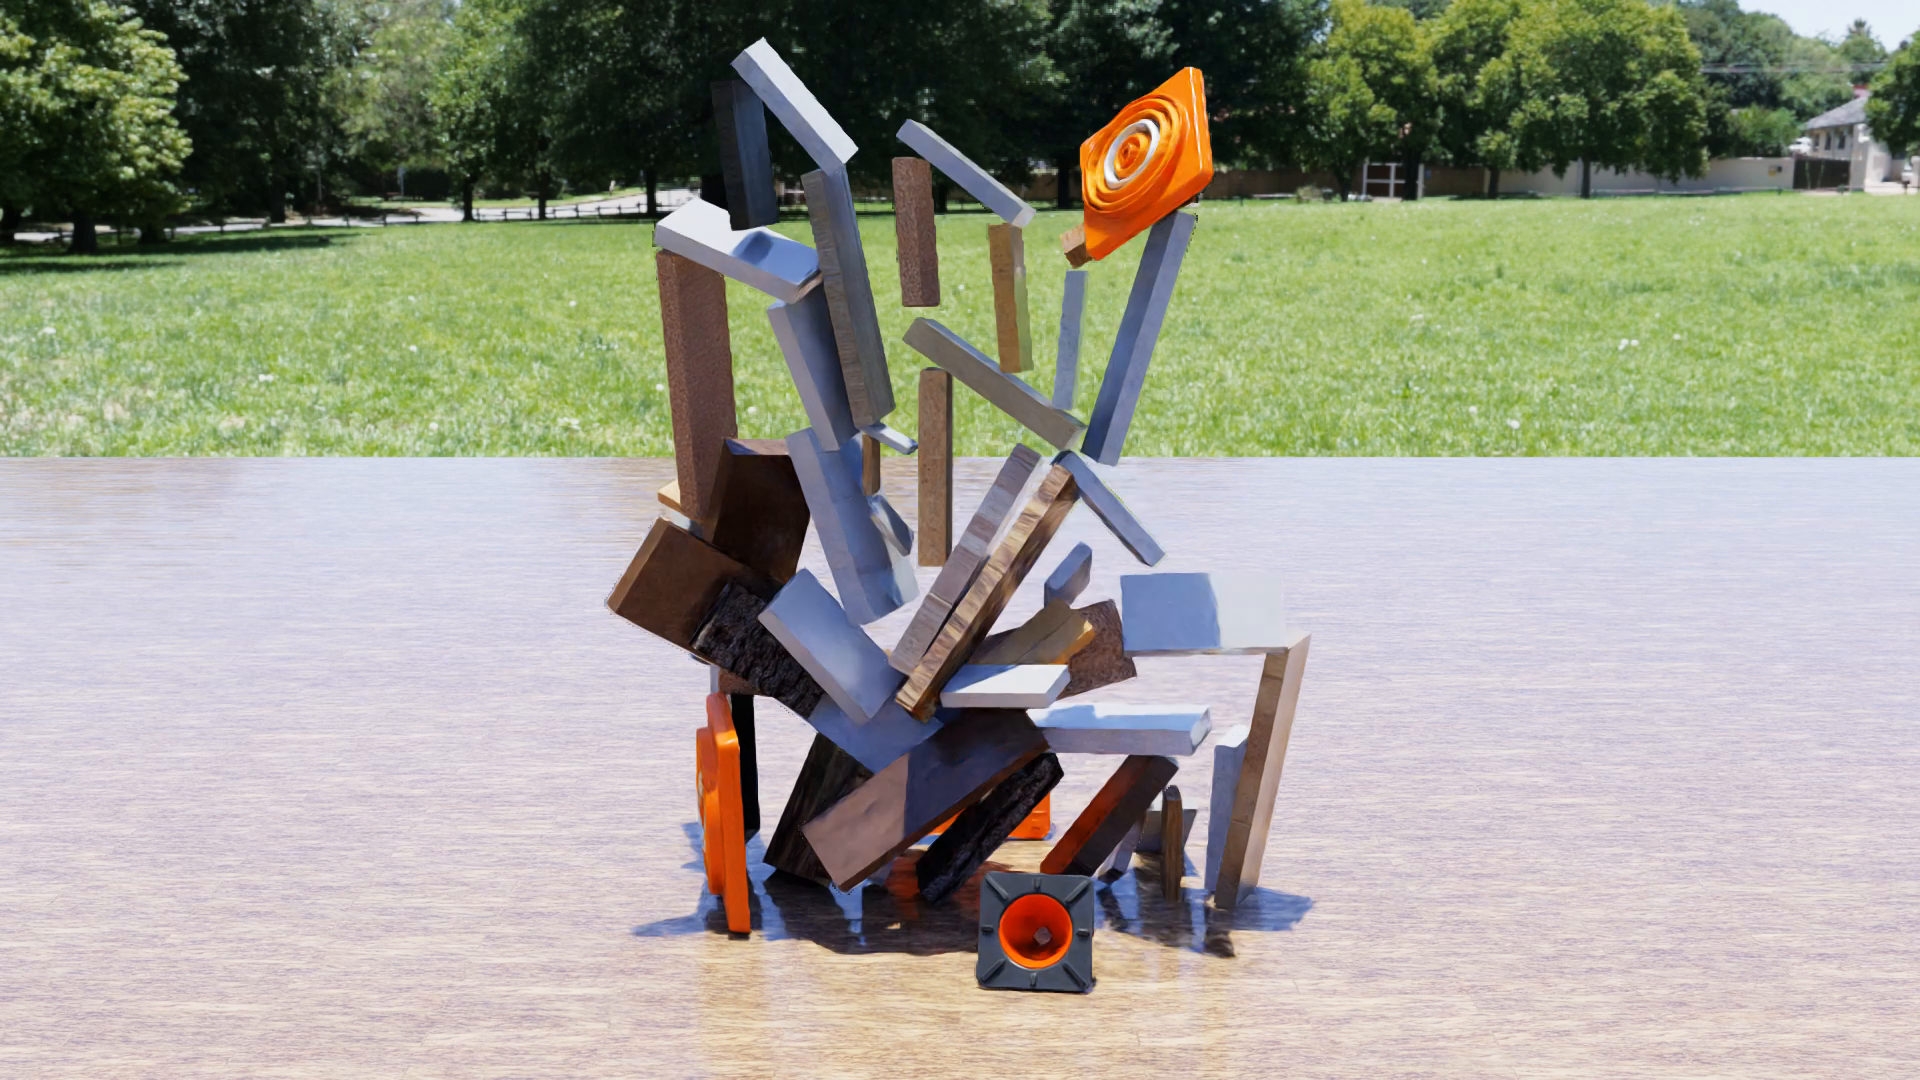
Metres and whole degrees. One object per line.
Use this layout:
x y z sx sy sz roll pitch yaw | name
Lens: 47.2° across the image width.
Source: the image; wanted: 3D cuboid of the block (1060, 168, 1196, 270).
0.262 -0.507 3.462 0.217 0.031 0.108 -29 20 10 | block

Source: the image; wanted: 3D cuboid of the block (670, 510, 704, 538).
-0.468 -0.043 3.821 0.020 0.072 0.143 23 17 -26 | block

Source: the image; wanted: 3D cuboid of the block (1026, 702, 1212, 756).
0.249 0.311 3.627 0.302 0.043 0.151 -1 11 19 | block

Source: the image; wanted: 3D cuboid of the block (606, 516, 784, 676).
-0.384 0.108 3.512 0.325 0.162 0.046 30 3 -31 | block

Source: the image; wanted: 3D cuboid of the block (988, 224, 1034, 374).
0.081 -0.382 3.483 0.033 0.231 0.116 -4 5 12 | block

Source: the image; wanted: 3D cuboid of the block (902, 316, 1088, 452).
0.058 -0.249 3.501 0.307 0.043 0.153 35 9 6 | block

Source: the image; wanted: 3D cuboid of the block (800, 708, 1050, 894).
-0.054 0.387 3.435 0.393 0.034 0.120 -35 59 -2 | block

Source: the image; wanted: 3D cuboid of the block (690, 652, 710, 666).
-0.435 0.064 3.872 0.143 0.285 0.040 -35 -39 22 | block

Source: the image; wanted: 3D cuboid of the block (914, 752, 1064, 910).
0.047 0.466 3.650 0.043 0.302 0.151 42 5 -10 | block

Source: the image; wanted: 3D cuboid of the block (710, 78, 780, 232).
-0.329 -0.592 3.374 0.032 0.224 0.112 -3 12 20 | block

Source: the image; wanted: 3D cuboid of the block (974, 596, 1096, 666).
0.117 0.175 3.467 0.180 0.025 0.090 -39 51 -13 | block

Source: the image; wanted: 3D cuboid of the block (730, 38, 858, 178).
-0.252 -0.664 3.373 0.032 0.224 0.112 -38 11 21 | block

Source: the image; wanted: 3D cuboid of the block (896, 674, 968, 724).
-0.032 0.256 3.609 0.261 0.131 0.037 -4 -12 13 | block

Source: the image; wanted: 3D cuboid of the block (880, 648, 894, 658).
-0.086 0.218 3.667 0.110 0.055 0.016 11 -5 10 | block

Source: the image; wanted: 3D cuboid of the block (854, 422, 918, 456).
-0.116 -0.166 3.490 0.095 0.014 0.048 29 19 12 | block

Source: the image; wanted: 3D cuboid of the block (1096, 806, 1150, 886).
0.283 0.489 3.707 0.025 0.176 0.088 25 -26 -4 | block

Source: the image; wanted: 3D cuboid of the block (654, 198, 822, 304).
-0.338 -0.451 3.425 0.247 0.035 0.124 25 35 11 | block

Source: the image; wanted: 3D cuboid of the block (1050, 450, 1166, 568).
0.235 -0.052 3.521 0.031 0.222 0.111 -43 6 -2 | block

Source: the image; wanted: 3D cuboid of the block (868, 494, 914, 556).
-0.108 -0.023 3.498 0.014 0.095 0.048 -21 36 28 | block

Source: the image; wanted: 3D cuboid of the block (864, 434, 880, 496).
-0.140 -0.123 3.511 0.014 0.095 0.048 3 10 17 | block

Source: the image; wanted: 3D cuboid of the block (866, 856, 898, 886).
-0.084 0.444 3.681 0.039 0.273 0.136 28 -4 0 | block

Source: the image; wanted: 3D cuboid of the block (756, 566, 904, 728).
-0.204 0.170 3.503 0.034 0.240 0.120 -35 11 41 | block

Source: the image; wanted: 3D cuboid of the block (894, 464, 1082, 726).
0.047 0.086 3.428 0.031 0.444 0.111 32 -8 18 | block

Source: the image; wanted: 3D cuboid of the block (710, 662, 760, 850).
-0.410 0.243 3.932 0.040 0.597 0.143 2 -22 -20 | block

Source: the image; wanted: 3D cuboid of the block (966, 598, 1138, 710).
0.141 0.195 3.536 0.261 0.131 0.037 -17 -5 -1 | block

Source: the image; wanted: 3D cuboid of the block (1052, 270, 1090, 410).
0.176 -0.317 3.481 0.031 0.217 0.108 6 6 6 | block

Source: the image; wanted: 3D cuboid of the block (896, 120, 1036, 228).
0.011 -0.580 3.483 0.231 0.033 0.116 38 12 7 | block

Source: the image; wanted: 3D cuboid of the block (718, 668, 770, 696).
-0.257 0.238 3.757 0.285 0.040 0.143 5 9 6 | block

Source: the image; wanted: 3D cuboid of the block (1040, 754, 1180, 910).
0.245 0.460 3.642 0.043 0.302 0.151 37 8 -6 | block

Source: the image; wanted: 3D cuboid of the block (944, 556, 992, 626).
0.004 0.127 3.530 0.031 0.222 0.111 32 2 4 | block

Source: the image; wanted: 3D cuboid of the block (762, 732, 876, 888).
-0.228 0.445 3.759 0.136 0.273 0.039 11 -17 45 | block

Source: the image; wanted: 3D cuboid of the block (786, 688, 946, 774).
-0.160 0.283 3.592 0.261 0.130 0.037 35 -5 18 | block

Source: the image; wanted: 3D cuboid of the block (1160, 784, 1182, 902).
0.351 0.504 3.652 0.025 0.175 0.088 0 11 0 | block

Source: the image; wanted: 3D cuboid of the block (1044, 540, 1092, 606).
0.175 0.069 3.584 0.026 0.090 0.180 39 -13 13 | block

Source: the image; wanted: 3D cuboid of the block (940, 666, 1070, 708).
0.069 0.224 3.374 0.180 0.026 0.090 -2 24 27 | block

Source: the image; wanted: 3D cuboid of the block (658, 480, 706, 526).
-0.434 -0.061 3.721 0.143 0.020 0.072 28 43 27 | block

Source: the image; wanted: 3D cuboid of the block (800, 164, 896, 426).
-0.173 -0.384 3.446 0.032 0.398 0.112 -7 14 20 | block

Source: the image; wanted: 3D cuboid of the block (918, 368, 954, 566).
-0.039 -0.119 3.528 0.043 0.307 0.153 1 7 3 | block

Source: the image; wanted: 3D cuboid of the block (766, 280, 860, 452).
-0.217 -0.278 3.472 0.035 0.247 0.124 -7 25 33 | block

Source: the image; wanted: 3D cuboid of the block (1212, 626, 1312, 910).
0.495 0.373 3.597 0.036 0.454 0.127 16 16 22 | block

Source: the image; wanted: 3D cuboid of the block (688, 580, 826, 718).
-0.306 0.176 3.519 0.240 0.120 0.034 36 -7 -32 | block

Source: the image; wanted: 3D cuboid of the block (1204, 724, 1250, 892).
0.454 0.450 3.697 0.036 0.254 0.127 8 13 21 | block

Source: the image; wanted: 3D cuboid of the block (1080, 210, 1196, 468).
0.281 -0.323 3.485 0.031 0.410 0.108 15 8 -15 | block

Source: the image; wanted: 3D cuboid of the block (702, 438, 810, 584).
-0.339 -0.020 3.649 0.162 0.331 0.046 -1 38 -26 | block

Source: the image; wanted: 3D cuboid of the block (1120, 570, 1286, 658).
0.384 0.117 3.486 0.254 0.127 0.036 -2 -20 2 | block

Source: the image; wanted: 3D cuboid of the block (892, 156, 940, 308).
-0.069 -0.489 3.504 0.033 0.231 0.116 -3 4 14 | block

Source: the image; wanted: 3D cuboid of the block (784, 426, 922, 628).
-0.172 -0.037 3.553 0.046 0.325 0.162 -16 6 30 | block

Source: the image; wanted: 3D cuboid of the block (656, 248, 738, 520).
-0.420 -0.266 3.568 0.035 0.461 0.124 14 33 27 | block

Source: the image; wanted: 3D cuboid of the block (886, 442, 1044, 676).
0.011 0.034 3.513 0.043 0.403 0.153 31 0 5 | block

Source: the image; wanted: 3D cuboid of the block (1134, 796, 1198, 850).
0.356 0.493 3.821 0.088 0.025 0.175 -1 -31 -4 | block
